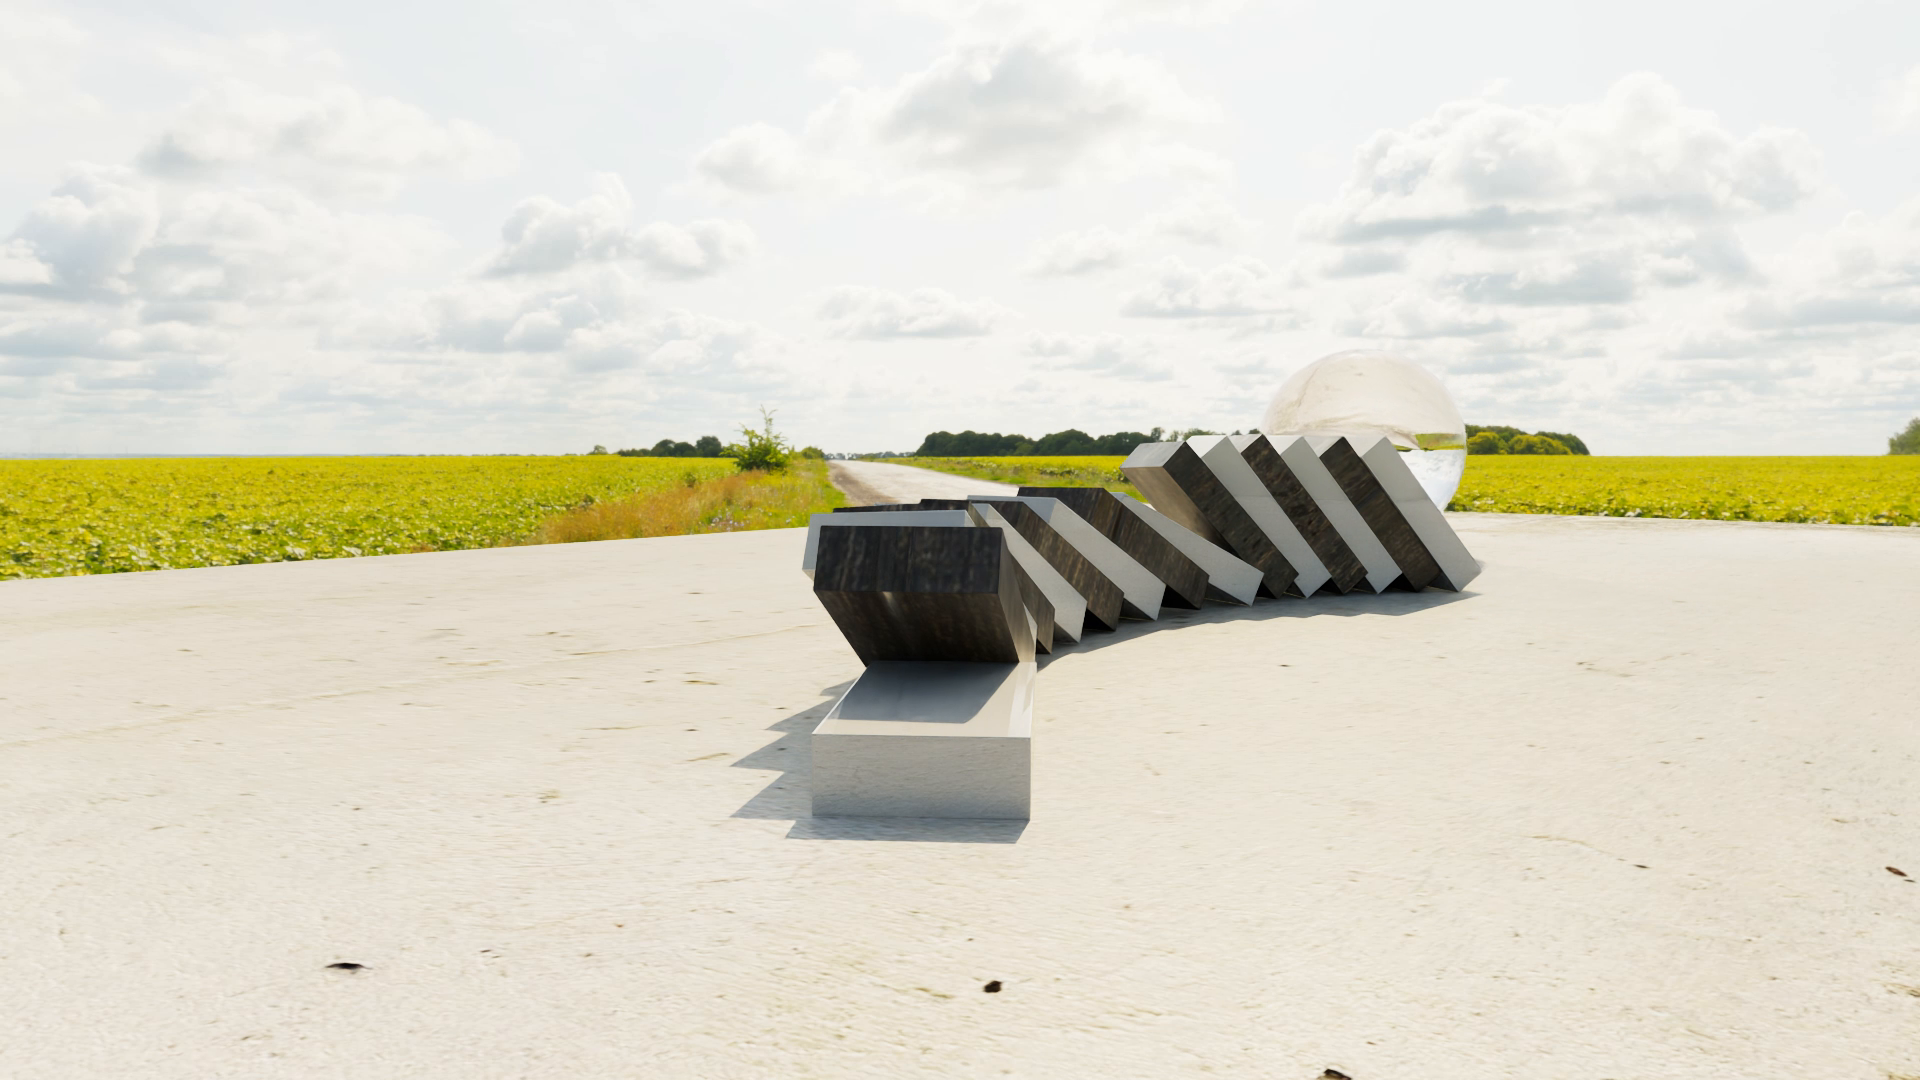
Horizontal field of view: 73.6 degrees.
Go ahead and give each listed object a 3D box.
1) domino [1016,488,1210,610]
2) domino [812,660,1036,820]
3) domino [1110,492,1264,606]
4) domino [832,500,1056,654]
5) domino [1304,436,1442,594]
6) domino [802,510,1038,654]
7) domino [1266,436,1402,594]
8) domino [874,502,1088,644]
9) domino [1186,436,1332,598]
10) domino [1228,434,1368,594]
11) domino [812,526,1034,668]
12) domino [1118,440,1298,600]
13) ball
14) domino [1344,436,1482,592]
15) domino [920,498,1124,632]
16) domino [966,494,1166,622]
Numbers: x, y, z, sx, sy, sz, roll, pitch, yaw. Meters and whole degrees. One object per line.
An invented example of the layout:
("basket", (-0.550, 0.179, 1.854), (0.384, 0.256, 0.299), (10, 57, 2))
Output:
("domino", (0.037, 0.002, 0.314), (0.025, 0.009, 0.050), (2, -23, 43))
("domino", (-0.003, 0.025, 0.171), (0.025, 0.010, 0.050), (0, 4, 4))
("domino", (0.053, 0.002, 0.337), (0.050, 0.010, 0.025), (27, -9, -27))
("domino", (-0.002, 0.008, 0.235), (0.025, 0.010, 0.050), (-2, -24, 21))
("domino", (0.116, -0.008, 0.374), (0.009, 0.050, 0.025), (-40, 11, -6))
("domino", (-0.005, 0.010, 0.215), (0.025, 0.009, 0.050), (-1, -24, 17))
("domino", (0.104, -0.008, 0.371), (0.009, 0.050, 0.025), (-40, 11, -6))
("domino", (0.004, 0.007, 0.259), (0.025, 0.009, 0.050), (1, -23, 29))
("domino", (0.081, -0.007, 0.361), (0.010, 0.050, 0.025), (-40, 11, -6))
("domino", (0.093, -0.008, 0.366), (0.009, 0.050, 0.025), (-40, 9, -6))
("domino", (-0.004, 0.012, 0.194), (0.025, 0.009, 0.050), (1, -23, 9))
("domino", (0.068, -0.005, 0.350), (0.010, 0.050, 0.025), (-47, 16, -12))
("ball", (0.159, -0.036, 0.511), (0.080, 0.080, 0.080), (0, 4, 0))
("domino", (0.128, -0.008, 0.375), (0.009, 0.050, 0.025), (-40, 11, -6))
("domino", (0.014, 0.006, 0.280), (0.025, 0.009, 0.050), (3, -22, 34))
("domino", (0.024, 0.005, 0.300), (0.025, 0.009, 0.050), (4, -21, 41))
